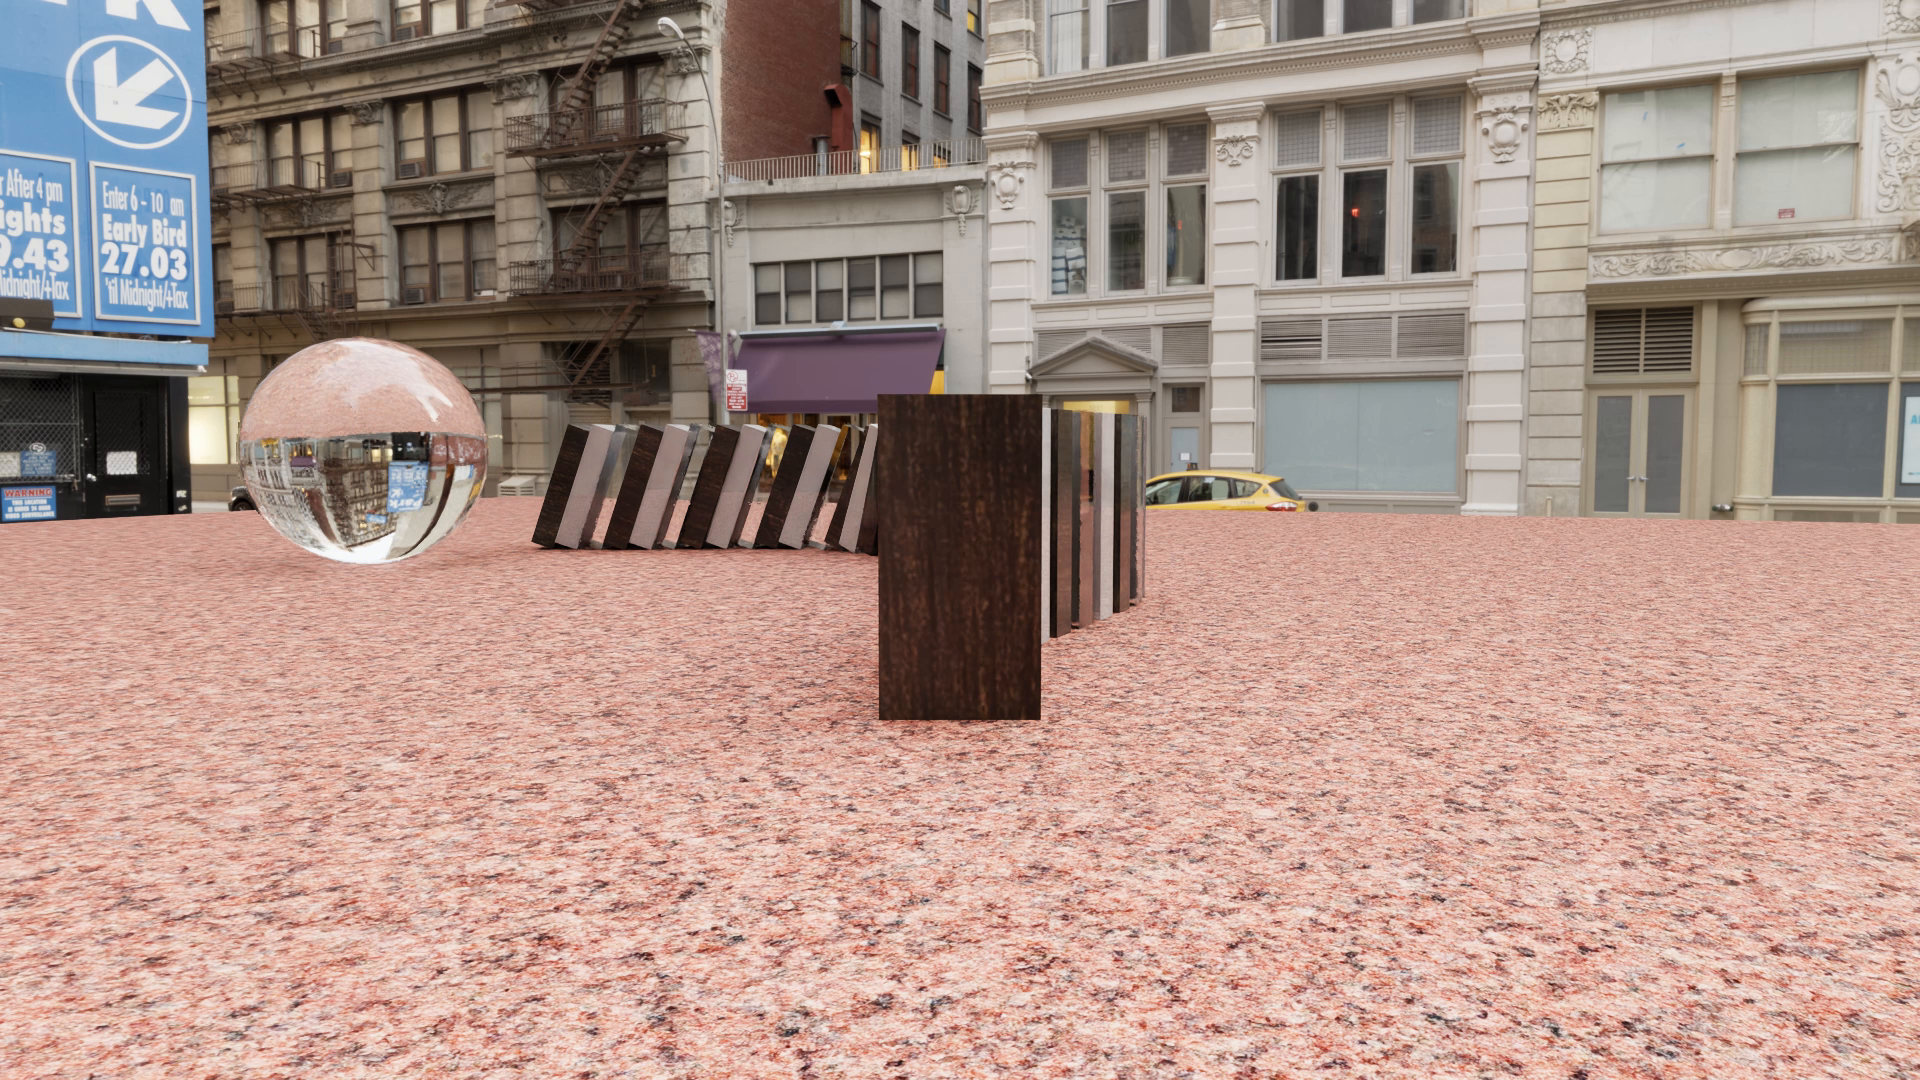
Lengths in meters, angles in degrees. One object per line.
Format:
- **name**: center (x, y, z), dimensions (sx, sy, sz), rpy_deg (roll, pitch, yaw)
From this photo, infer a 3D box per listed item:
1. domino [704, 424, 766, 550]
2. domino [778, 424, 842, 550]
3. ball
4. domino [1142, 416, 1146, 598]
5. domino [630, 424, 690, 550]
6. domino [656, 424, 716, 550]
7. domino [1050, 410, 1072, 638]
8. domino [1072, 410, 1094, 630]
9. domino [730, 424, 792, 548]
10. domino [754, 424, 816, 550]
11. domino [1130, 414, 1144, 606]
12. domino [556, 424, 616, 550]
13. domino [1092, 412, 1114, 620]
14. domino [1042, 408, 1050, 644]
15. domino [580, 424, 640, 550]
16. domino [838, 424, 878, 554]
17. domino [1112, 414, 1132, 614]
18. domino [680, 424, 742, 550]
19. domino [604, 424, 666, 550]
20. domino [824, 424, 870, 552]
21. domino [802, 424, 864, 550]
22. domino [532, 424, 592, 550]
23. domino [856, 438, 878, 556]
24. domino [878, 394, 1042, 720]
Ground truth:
- **domino**: center (-0.090, -0.022, 0.529), dimensions (0.009, 0.050, 0.025), rpy_deg (19, 6, 4)
- **domino**: center (-0.059, -0.022, 0.527), dimensions (0.009, 0.050, 0.025), rpy_deg (20, 6, 4)
- **ball**: center (-0.208, -0.031, 0.452), dimensions (0.080, 0.080, 0.080), rpy_deg (0, 4, 0)
- **domino**: center (0.039, -0.009, 0.359), dimensions (0.025, 0.050, 0.009), rpy_deg (0, 4, -1)
- **domino**: center (-0.120, -0.022, 0.525), dimensions (0.010, 0.050, 0.025), rpy_deg (19, 5, 1)
- **domino**: center (-0.110, -0.022, 0.526), dimensions (0.010, 0.050, 0.025), rpy_deg (19, 6, 4)
- **domino**: center (0.012, -0.004, 0.289), dimensions (0.025, 0.050, 0.009), rpy_deg (2, 5, 24)
- **domino**: center (0.018, -0.005, 0.303), dimensions (0.025, 0.050, 0.009), rpy_deg (2, 5, 25)
- **domino**: center (-0.079, -0.022, 0.529), dimensions (0.009, 0.050, 0.025), rpy_deg (19, 6, 4)
- **domino**: center (-0.069, -0.022, 0.528), dimensions (0.009, 0.050, 0.025), rpy_deg (20, 6, 4)
- **domino**: center (0.036, -0.008, 0.344), dimensions (0.025, 0.050, 0.010), rpy_deg (1, 5, 18)
- **domino**: center (-0.150, -0.022, 0.526), dimensions (0.010, 0.050, 0.025), rpy_deg (19, 5, 1)
- **domino**: center (0.024, -0.006, 0.316), dimensions (0.025, 0.050, 0.009), rpy_deg (2, 5, 24)
- **domino**: center (0.006, -0.003, 0.275), dimensions (0.025, 0.050, 0.010), rpy_deg (2, 5, 21)
- **domino**: center (-0.140, -0.022, 0.525), dimensions (0.009, 0.050, 0.025), rpy_deg (19, 5, 1)
- **domino**: center (-0.029, -0.020, 0.502), dimensions (0.009, 0.050, 0.025), rpy_deg (30, 23, 36)
- **domino**: center (0.031, -0.007, 0.330), dimensions (0.025, 0.050, 0.009), rpy_deg (2, 5, 23)
- **domino**: center (-0.100, -0.022, 0.528), dimensions (0.009, 0.050, 0.025), rpy_deg (19, 6, 4)
- **domino**: center (-0.130, -0.022, 0.524), dimensions (0.009, 0.050, 0.025), rpy_deg (19, 5, 1)
- **domino**: center (-0.037, -0.021, 0.515), dimensions (0.009, 0.050, 0.025), rpy_deg (25, 13, 18)
- **domino**: center (-0.049, -0.022, 0.523), dimensions (0.010, 0.050, 0.025), rpy_deg (20, 6, 3)
- **domino**: center (-0.160, -0.022, 0.528), dimensions (0.009, 0.050, 0.025), rpy_deg (19, 5, 1)
- **domino**: center (-0.023, -0.020, 0.491), dimensions (0.025, 0.050, 0.010), rpy_deg (-4, 23, -44)
- **domino**: center (0.000, 0.002, 0.201), dimensions (0.025, 0.050, 0.009), rpy_deg (0, 4, 0)
